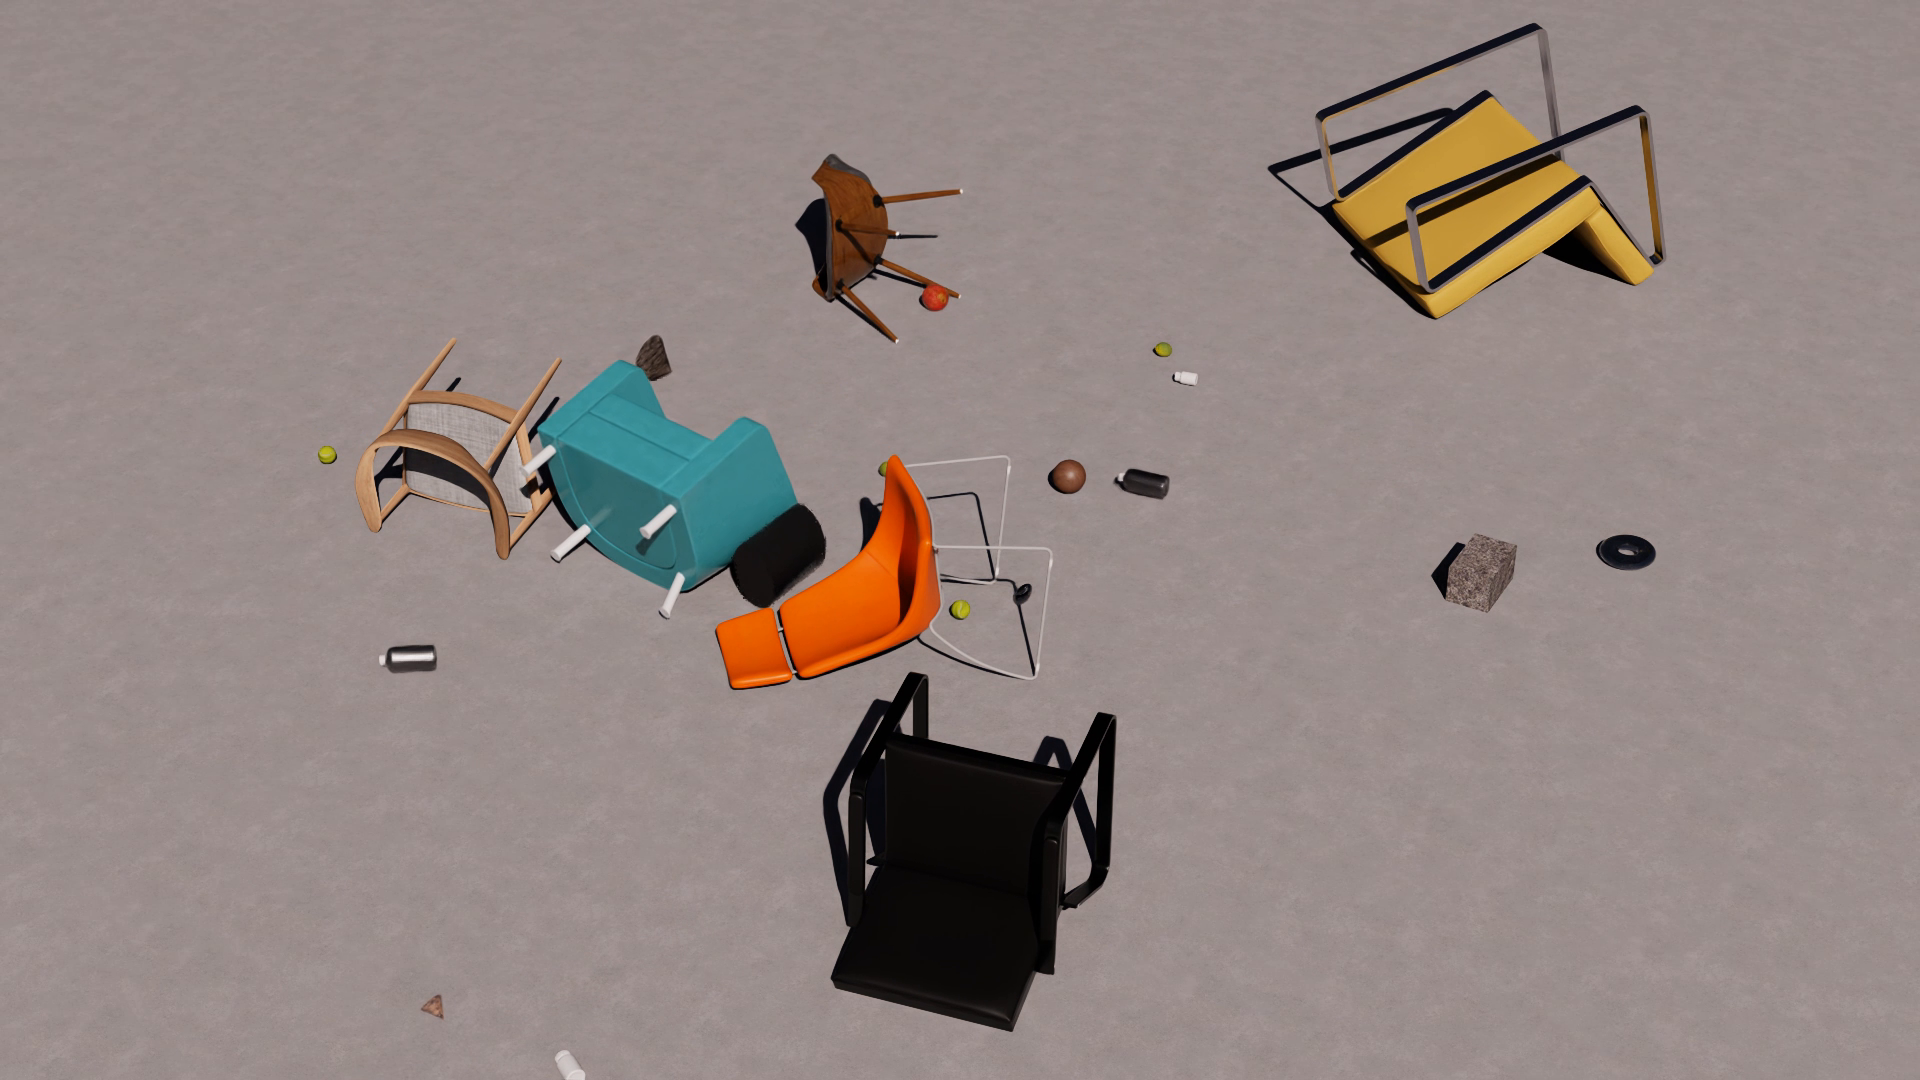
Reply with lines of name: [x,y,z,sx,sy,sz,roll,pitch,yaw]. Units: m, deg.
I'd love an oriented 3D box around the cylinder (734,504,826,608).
cylinder: [-0.651,0.058,10.621,0.171,0.263,0.316,10,33,34]

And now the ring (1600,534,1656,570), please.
ring: [2.468,0.045,10.833,0.207,0.049,0.213,19,37,27]

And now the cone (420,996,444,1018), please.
cone: [-1.565,1.410,8.777,0.065,0.066,0.076,47,35,14]

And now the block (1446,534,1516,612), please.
block: [1.890,0.119,10.631,0.162,0.146,0.255,17,37,24]

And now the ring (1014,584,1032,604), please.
ring: [0.229,0.195,10.614,0.049,0.039,0.113,14,37,23]

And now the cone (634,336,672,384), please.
cone: [-1.222,-0.711,11.953,0.121,0.194,0.232,29,37,-34]
